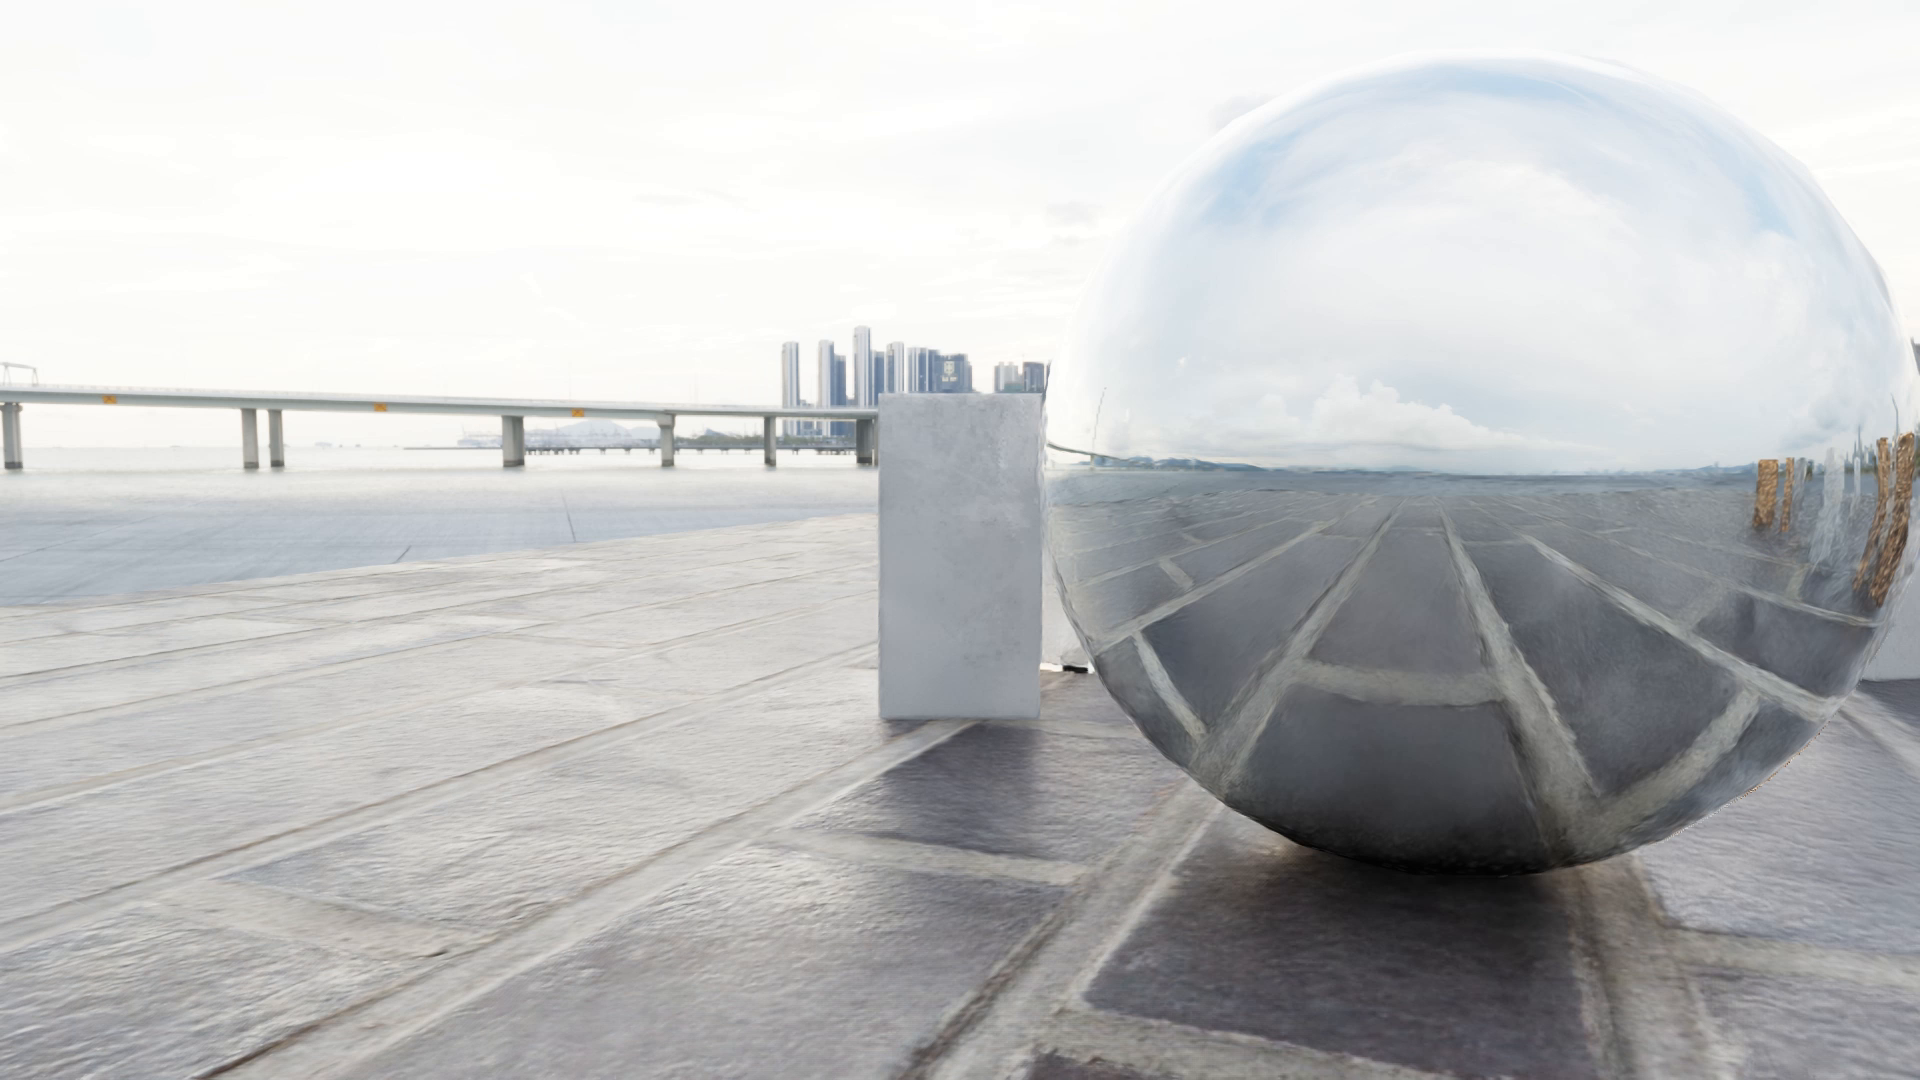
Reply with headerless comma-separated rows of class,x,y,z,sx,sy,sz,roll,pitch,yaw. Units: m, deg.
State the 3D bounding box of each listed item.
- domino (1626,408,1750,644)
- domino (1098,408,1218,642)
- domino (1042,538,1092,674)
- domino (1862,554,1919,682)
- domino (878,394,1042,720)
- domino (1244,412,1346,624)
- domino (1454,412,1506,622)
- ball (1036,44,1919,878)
domino,0.159,-0.004,0.281,0.025,0.050,0.010,-2,5,-26
domino,0.044,-0.004,0.285,0.025,0.050,0.009,4,6,44
domino,0.015,-0.001,0.246,0.025,0.050,0.010,2,5,29
domino,0.175,0.000,0.235,0.025,0.050,0.010,-1,4,-13
domino,0.000,0.002,0.201,0.025,0.050,0.010,0,4,0
domino,0.082,-0.006,0.314,0.009,0.050,0.025,-2,5,-25
domino,0.129,-0.006,0.317,0.009,0.050,0.025,2,5,25
ball,0.048,-0.007,0.129,0.080,0.080,0.080,0,4,0
